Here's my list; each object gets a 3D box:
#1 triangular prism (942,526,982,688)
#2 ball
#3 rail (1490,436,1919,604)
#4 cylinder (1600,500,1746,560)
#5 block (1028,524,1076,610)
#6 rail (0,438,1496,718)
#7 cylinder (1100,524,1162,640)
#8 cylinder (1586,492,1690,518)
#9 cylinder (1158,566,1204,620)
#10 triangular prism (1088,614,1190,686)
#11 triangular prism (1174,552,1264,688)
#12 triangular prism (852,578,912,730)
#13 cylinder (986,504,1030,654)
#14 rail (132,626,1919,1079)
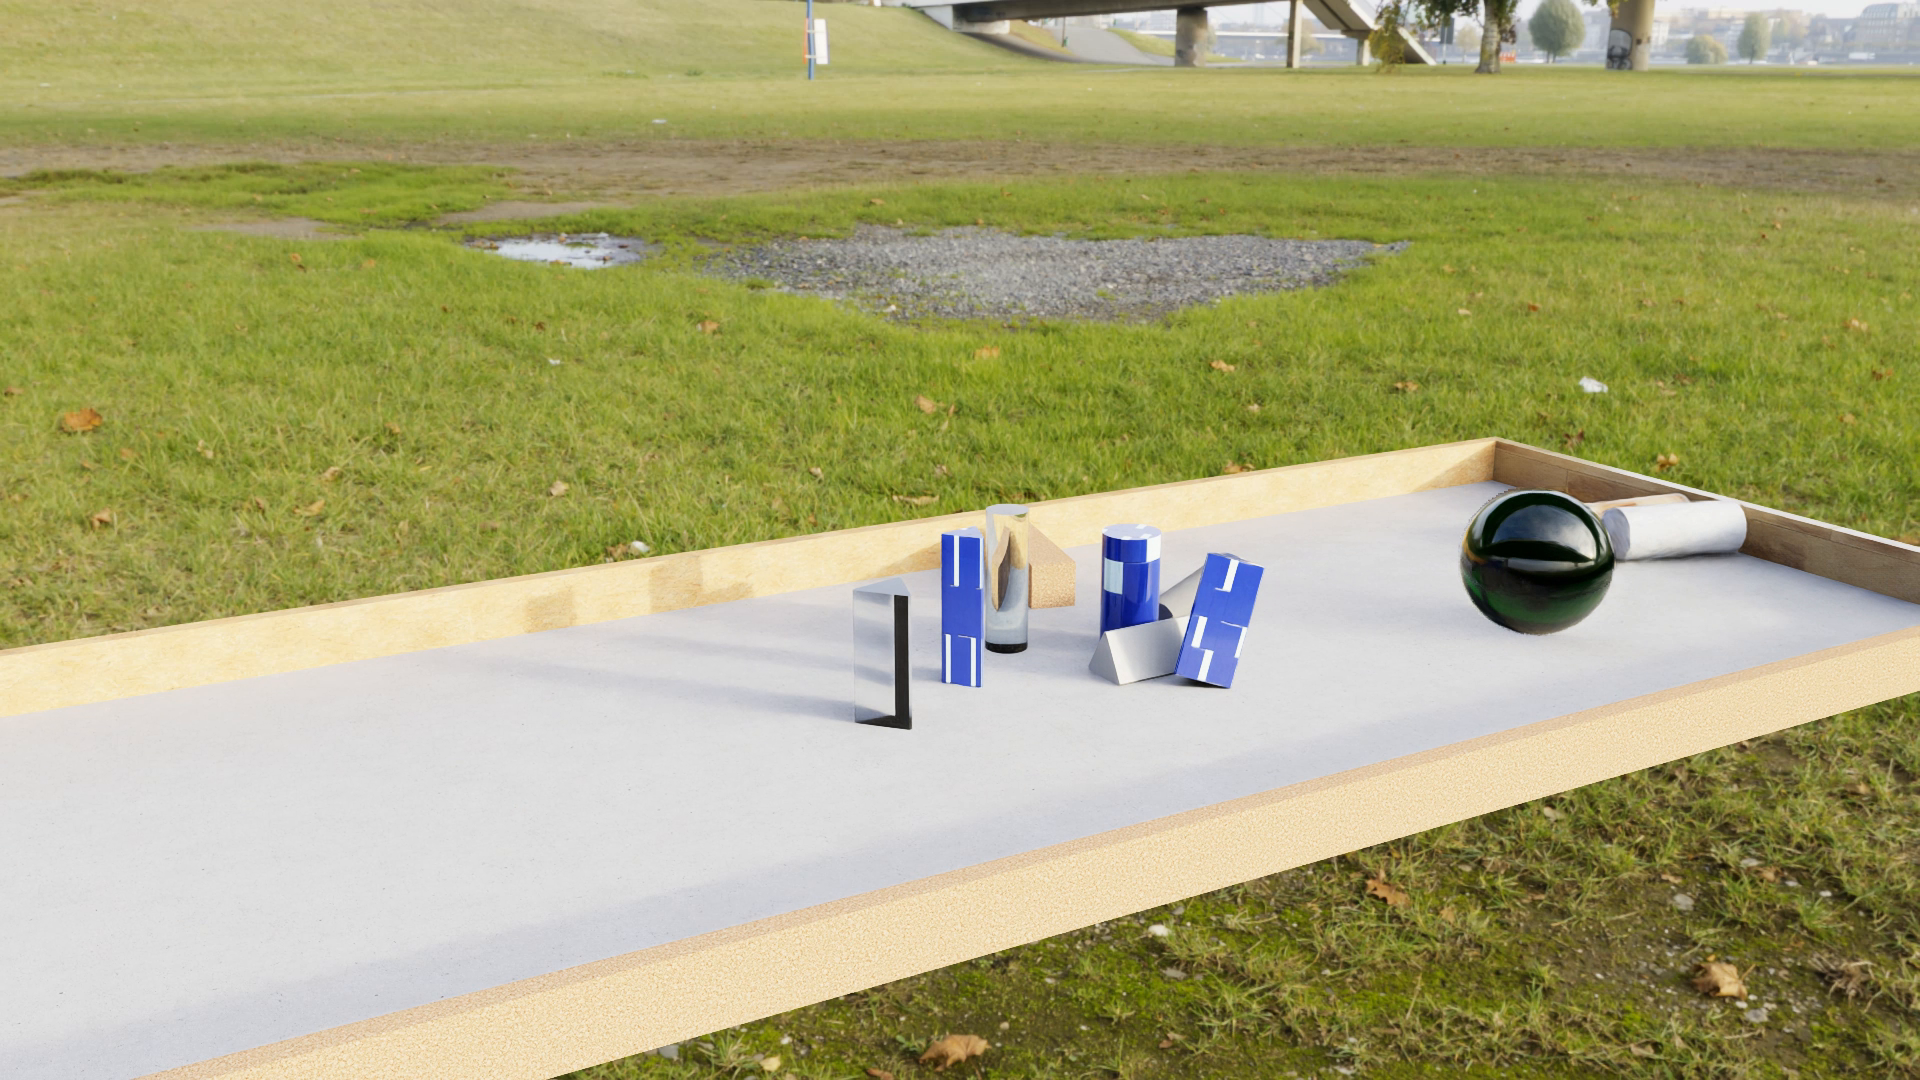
[{"bbox_3d":[0.021,0.164,4.108,0.109,0.389,0.094,6,17,20],"label":"triangular prism"},{"bbox_3d":[1.555,0.058,4.455,0.397,0.397,0.397,0,16,0],"label":"ball"},{"bbox_3d":[2.466,-0.048,5.253,0.050,0.150,2.100,-9,18,-27],"label":"rail"},{"bbox_3d":[2.230,-0.030,5.163,0.405,0.166,0.166,-4,17,-12],"label":"cylinder"},{"bbox_3d":[0.209,0.071,4.884,0.130,0.130,0.437,-4,17,-14],"label":"block"},{"bbox_3d":[-3.305,0.497,3.399,12.000,0.150,0.050,-9,18,-27],"label":"rail"},{"bbox_3d":[0.447,0.132,4.333,0.155,0.322,0.155,0,16,0],"label":"cylinder"},{"bbox_3d":[2.143,-0.063,5.319,0.442,0.140,0.140,-6,17,-20],"label":"cylinder"},{"bbox_3d":[0.635,0.165,4.612,0.102,0.102,0.424,9,19,29],"label":"cylinder"},{"bbox_3d":[0.504,0.265,4.227,0.324,0.120,0.139,-9,19,-28],"label":"triangular prism"},{"bbox_3d":[0.641,0.191,4.136,0.145,0.313,0.126,14,8,-2],"label":"triangular prism"},{"bbox_3d":[-0.162,0.262,3.878,0.141,0.329,0.122,5,17,17],"label":"triangular prism"},{"bbox_3d":[0.124,0.102,4.337,0.113,0.378,0.113,0,16,0],"label":"cylinder"},{"bbox_3d":[-2.336,1.006,1.665,12.000,0.150,0.050,-9,18,-27],"label":"rail"}]
